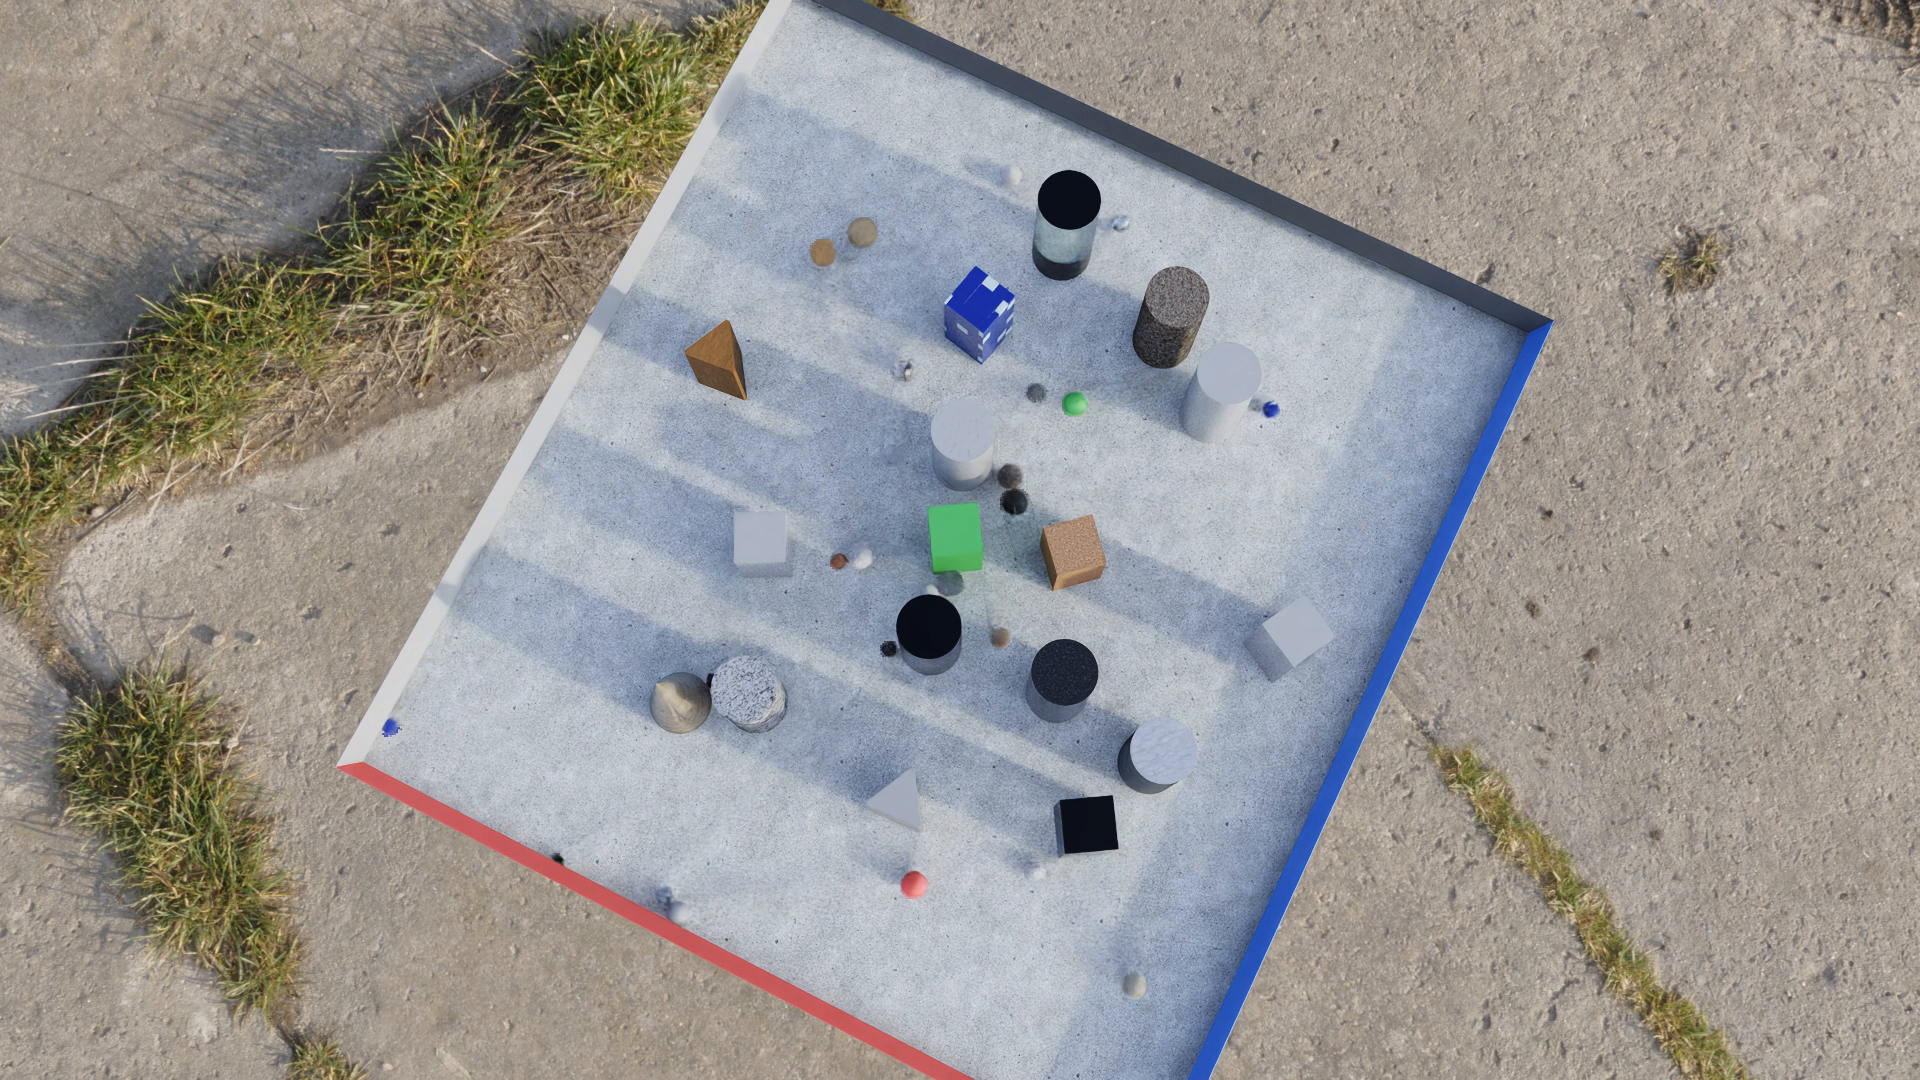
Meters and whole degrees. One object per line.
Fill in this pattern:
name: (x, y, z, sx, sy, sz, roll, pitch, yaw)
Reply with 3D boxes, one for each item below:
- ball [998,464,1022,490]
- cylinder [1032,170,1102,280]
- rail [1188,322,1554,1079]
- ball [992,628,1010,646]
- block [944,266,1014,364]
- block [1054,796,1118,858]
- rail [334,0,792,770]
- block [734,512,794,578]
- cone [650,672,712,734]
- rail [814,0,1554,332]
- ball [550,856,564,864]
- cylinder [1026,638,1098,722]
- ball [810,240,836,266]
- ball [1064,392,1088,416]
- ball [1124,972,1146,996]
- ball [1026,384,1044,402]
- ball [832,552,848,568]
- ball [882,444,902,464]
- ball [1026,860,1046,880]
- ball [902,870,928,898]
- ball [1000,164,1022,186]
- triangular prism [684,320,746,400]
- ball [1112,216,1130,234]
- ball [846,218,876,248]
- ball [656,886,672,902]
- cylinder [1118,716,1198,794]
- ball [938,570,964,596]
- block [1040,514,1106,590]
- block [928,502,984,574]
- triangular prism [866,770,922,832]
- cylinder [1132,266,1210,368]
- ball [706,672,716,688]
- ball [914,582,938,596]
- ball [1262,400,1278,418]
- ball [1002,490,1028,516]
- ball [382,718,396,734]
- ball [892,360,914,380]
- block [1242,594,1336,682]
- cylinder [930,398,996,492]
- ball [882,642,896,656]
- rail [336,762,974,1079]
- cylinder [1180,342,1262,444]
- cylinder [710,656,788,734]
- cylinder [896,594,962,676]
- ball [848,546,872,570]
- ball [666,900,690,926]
ball: (0.152, -0.193, 5.617, 0.076, 0.076, 0.076, 0, 78, 0)
cylinder: (0.321, -0.954, 5.591, 0.187, 0.436, 0.187, 0, 78, 0)
rail: (1.167, 0.578, 5.434, 0.045, 0.121, 2.857, 26, 80, 5)
ball: (0.122, 0.292, 5.527, 0.056, 0.056, 0.056, 0, 78, 0)
block: (0.058, -0.682, 5.593, 0.150, 0.322, 0.150, 38, 81, 7)
block: (0.358, 0.826, 5.263, 0.150, 0.358, 0.150, -5, 78, -1)
rail: (-1.167, -0.565, 5.670, 0.045, 0.121, 2.857, 26, 80, 5)
block: (-0.586, 0.016, 5.484, 0.150, 0.254, 0.150, -1, 78, 0)
cone: (-0.840, 0.443, 5.287, 0.187, 0.466, 0.187, 0, 78, 0)
rail: (0.628, -1.224, 5.806, 2.658, 0.121, 0.045, 26, 80, 5)
ball: (-1.189, 0.949, 5.399, 0.041, 0.041, 0.041, 0, 78, 0)
cylinder: (0.291, 0.412, 5.300, 0.187, 0.453, 0.187, 0, 78, 0)
ball: (-0.430, -0.900, 5.761, 0.081, 0.081, 0.081, 0, 78, 0)
ball: (0.357, -0.422, 5.666, 0.074, 0.074, 0.074, 0, 78, 0)
ball: (0.507, 1.288, 5.316, 0.068, 0.068, 0.068, 0, 78, 0)
ball: (0.235, -0.455, 5.682, 0.055, 0.055, 0.055, 0, 78, 0)
ball: (-0.367, 0.063, 5.579, 0.047, 0.047, 0.047, 0, 78, 0)
ball: (-0.208, -0.262, 5.639, 0.062, 0.062, 0.062, 0, 78, 0)
ball: (0.222, 0.972, 5.385, 0.060, 0.060, 0.060, 0, 78, 0)
ball: (-0.133, 1.008, 5.369, 0.077, 0.077, 0.077, 0, 78, 0)
ball: (0.161, -1.159, 5.821, 0.069, 0.069, 0.069, 0, 78, 0)
triangular prism: (-0.715, -0.560, 5.578, 0.162, 0.301, 0.140, 21, 79, 4)
ball: (0.510, -0.997, 5.793, 0.057, 0.057, 0.057, 0, 78, 0)
ball: (-0.310, -0.967, 5.768, 0.094, 0.094, 0.094, 0, 78, 0)
ball: (-0.868, 1.039, 5.377, 0.047, 0.047, 0.047, 0, 78, 0)
cylinder: (0.564, 0.624, 5.274, 0.187, 0.418, 0.187, 0, 78, 0)
ball: (-0.028, 0.132, 5.548, 0.080, 0.080, 0.080, 0, 78, 0)
block: (0.336, 0.039, 5.478, 0.150, 0.254, 0.150, -15, 79, -3)
block: (-0.014, -0.002, 5.474, 0.150, 0.279, 0.150, -6, 78, -1)
triangular prism: (-0.161, 0.738, 5.288, 0.162, 0.345, 0.140, 22, 79, 4)
cylinder: (0.634, -0.668, 5.544, 0.187, 0.413, 0.187, 0, 78, 0)
ball: (-0.738, 0.423, 5.504, 0.049, 0.049, 0.049, 0, 78, 0)
ball: (-0.100, 0.165, 5.545, 0.073, 0.073, 0.073, 0, 78, 0)
ball: (0.962, -0.405, 5.674, 0.051, 0.051, 0.051, 0, 78, 0)
ball: (0.168, -0.116, 5.600, 0.079, 0.079, 0.079, 0, 78, 0)
ball: (-1.707, 0.556, 5.478, 0.047, 0.047, 0.047, 0, 78, 0)
ball: (-0.176, -0.527, 5.692, 0.066, 0.066, 0.066, 0, 78, 0)
block: (0.959, 0.294, 5.368, 0.150, 0.368, 0.150, -34, 80, -7)
cylinder: (0.009, -0.279, 5.477, 0.187, 0.386, 0.187, 0, 78, 0)
ball: (-0.213, 0.330, 5.526, 0.044, 0.044, 0.044, 0, 78, 0)
rail: (-0.628, 1.237, 5.298, 2.658, 0.121, 0.045, 26, 80, 5)
cylinder: (0.774, -0.435, 5.482, 0.187, 0.440, 0.187, 0, 78, 0)
cylinder: (-0.611, 0.454, 5.347, 0.187, 0.344, 0.187, 0, 78, 0)
cylinder: (-0.088, 0.282, 5.378, 0.187, 0.353, 0.187, 0, 78, 0)
ball: (-0.303, 0.052, 5.568, 0.073, 0.073, 0.073, 0, 78, 0)
ball: (-0.824, 1.091, 5.354, 0.072, 0.072, 0.072, 0, 78, 0)
